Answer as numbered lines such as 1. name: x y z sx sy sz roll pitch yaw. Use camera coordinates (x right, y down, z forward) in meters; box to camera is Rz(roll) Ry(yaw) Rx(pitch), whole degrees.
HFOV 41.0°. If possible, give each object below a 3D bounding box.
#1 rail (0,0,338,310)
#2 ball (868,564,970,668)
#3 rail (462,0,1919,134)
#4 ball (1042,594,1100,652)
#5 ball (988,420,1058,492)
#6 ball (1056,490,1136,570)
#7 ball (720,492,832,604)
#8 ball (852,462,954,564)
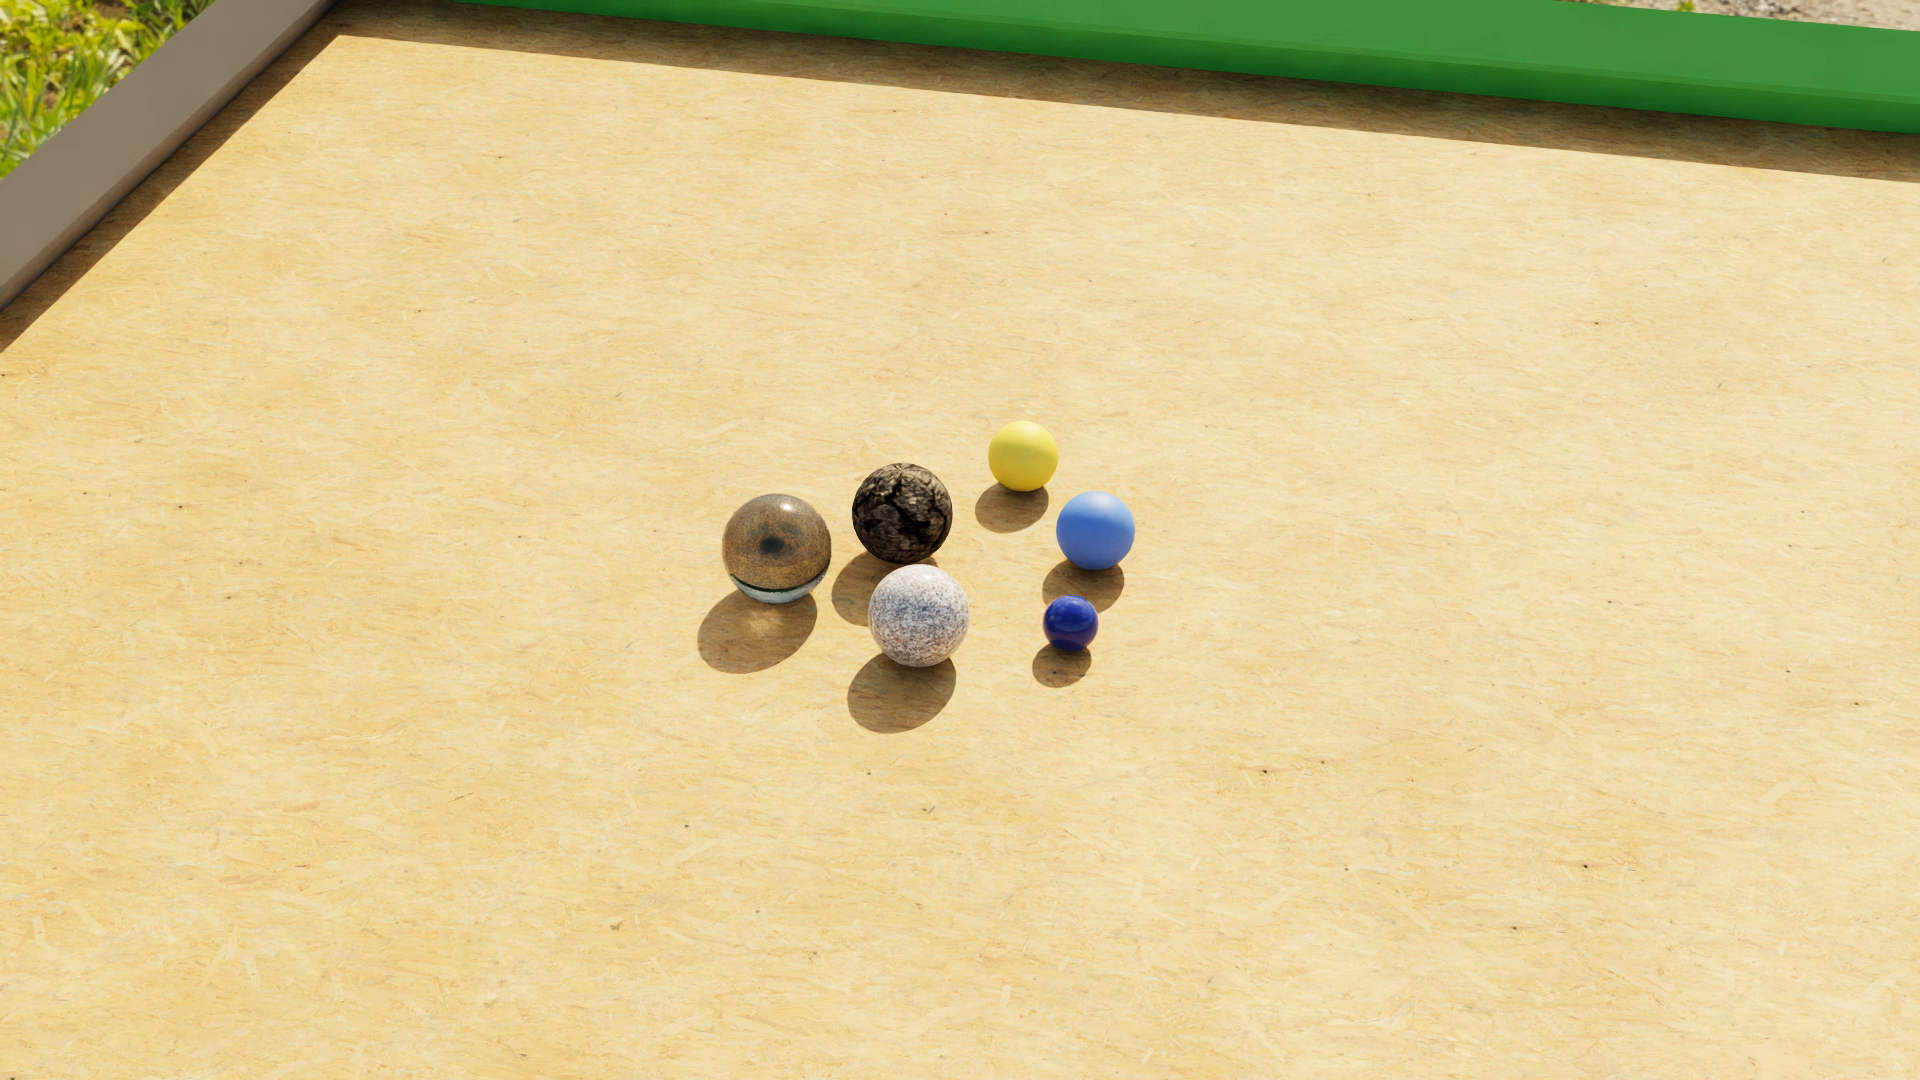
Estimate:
1. rail: -0.887 -0.130 2.096 0.045 0.108 1.956 7 35 10
2. ball: -0.030 0.055 1.856 0.075 0.075 0.075 0 34 0
3. rail: 1.119 -0.427 2.532 3.730 0.108 0.045 7 35 10
4. ball: 0.081 0.061 1.876 0.042 0.042 0.042 0 34 0
5. ball: 0.051 -0.067 2.050 0.057 0.057 0.057 0 34 0
6. ball: 0.104 -0.007 1.959 0.061 0.061 0.061 0 34 0
7. ball: -0.137 0.006 1.920 0.083 0.083 0.083 0 34 0
8. ball: -0.044 -0.020 1.963 0.078 0.078 0.078 0 34 0
